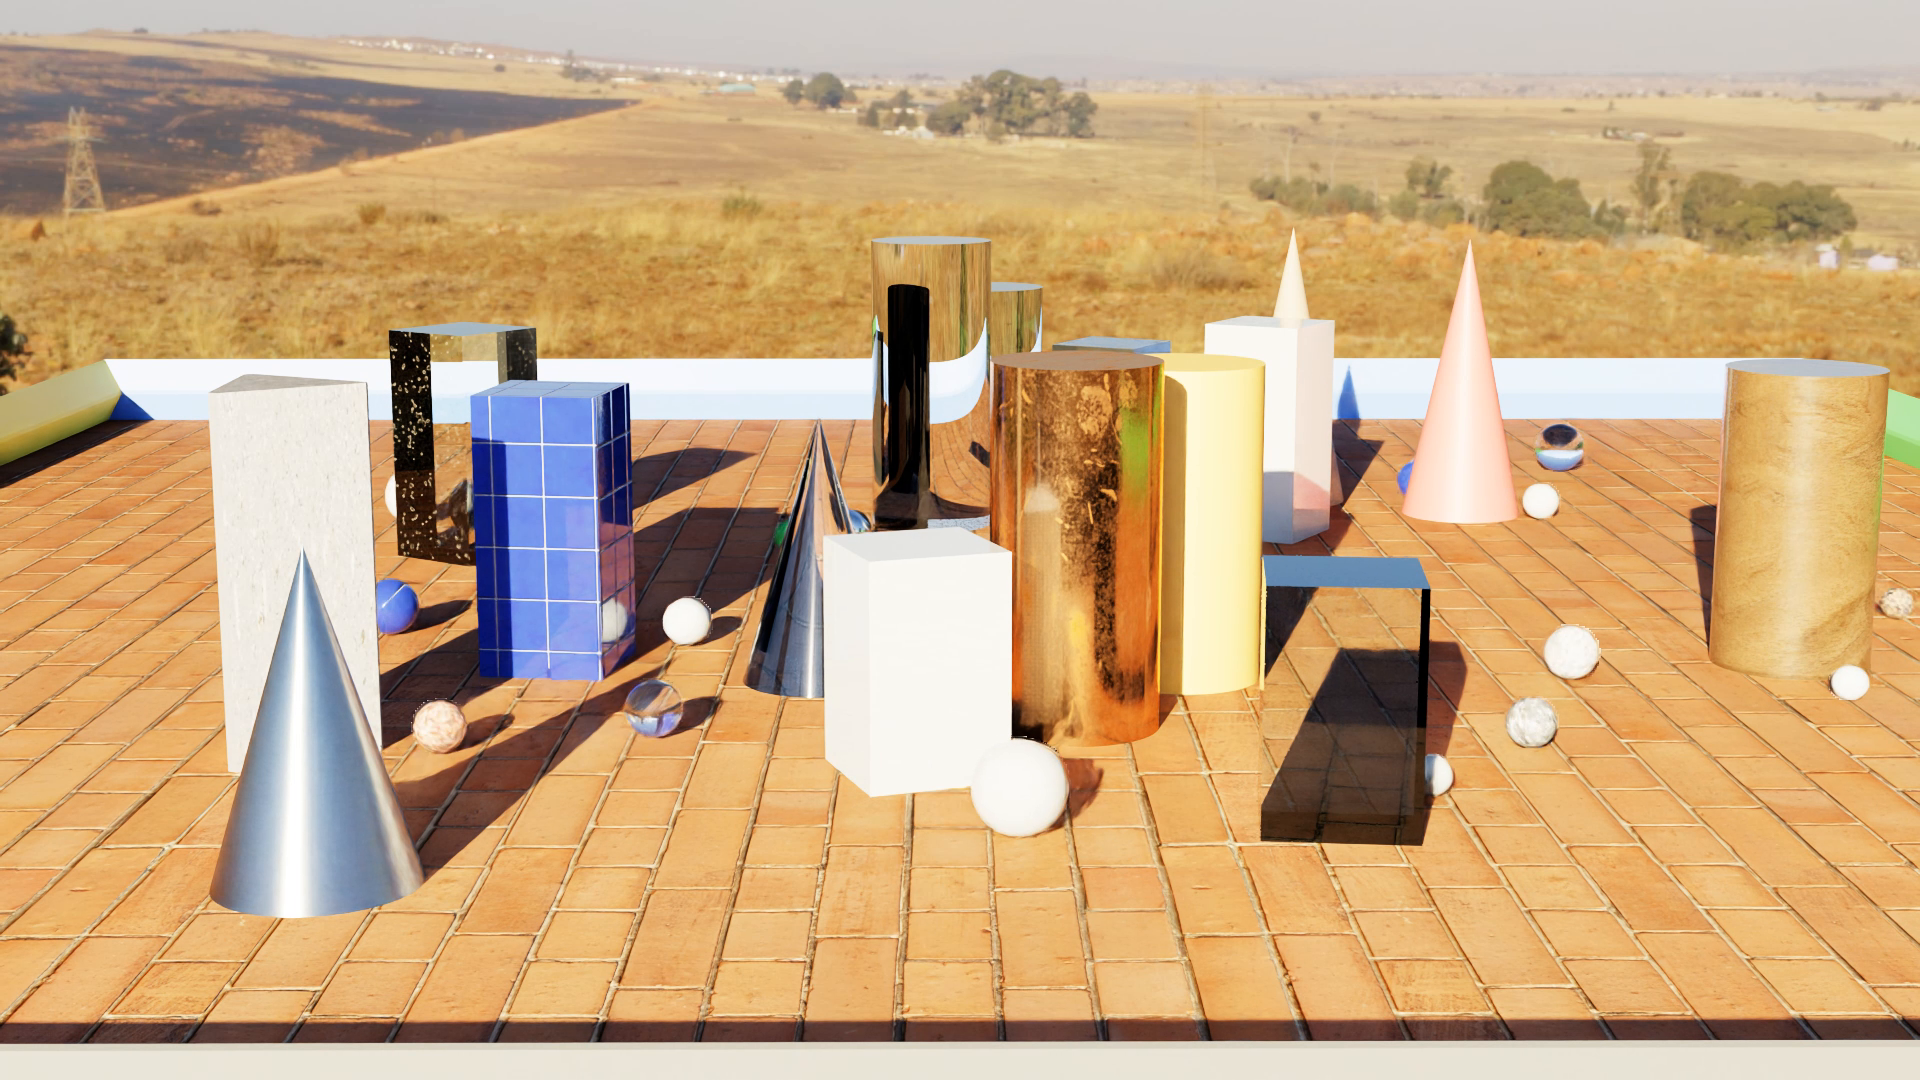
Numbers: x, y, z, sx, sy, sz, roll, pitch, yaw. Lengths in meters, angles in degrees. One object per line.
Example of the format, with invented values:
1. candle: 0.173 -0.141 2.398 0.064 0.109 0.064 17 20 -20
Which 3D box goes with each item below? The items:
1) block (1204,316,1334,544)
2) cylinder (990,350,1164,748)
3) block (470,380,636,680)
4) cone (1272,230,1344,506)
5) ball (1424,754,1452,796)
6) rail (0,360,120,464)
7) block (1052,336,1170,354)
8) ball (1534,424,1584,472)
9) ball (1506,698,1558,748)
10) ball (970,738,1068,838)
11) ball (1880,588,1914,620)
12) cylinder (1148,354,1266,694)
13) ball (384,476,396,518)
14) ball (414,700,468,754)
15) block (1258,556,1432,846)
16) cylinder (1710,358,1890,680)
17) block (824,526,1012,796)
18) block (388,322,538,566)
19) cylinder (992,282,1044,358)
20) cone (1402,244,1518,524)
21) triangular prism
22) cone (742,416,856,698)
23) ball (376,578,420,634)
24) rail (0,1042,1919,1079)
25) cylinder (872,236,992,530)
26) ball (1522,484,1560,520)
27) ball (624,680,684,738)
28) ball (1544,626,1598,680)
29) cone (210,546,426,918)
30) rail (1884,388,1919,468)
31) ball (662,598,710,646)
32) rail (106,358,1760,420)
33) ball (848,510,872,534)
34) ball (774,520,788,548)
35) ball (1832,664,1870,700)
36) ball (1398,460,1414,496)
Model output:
1. block: 0.480 -0.174 3.996 0.151 0.330 0.151 6 12 29
2. cylinder: 0.127 0.005 2.819 0.189 0.408 0.189 0 11 0
3. block: -0.491 -0.015 3.112 0.151 0.340 0.151 2 11 8
4. cone: 0.553 -0.294 4.291 0.189 0.457 0.189 0 11 0
5. ball: 0.474 0.237 2.578 0.042 0.042 0.042 0 11 0
6. rail: -1.724 0.033 3.440 0.045 0.123 3.746 0 11 0
7. block: 0.260 -0.212 4.407 0.151 0.254 0.151 6 12 29
8. ball: 1.079 -0.166 4.618 0.086 0.086 0.086 0 11 0
9. ball: 0.614 0.196 2.757 0.054 0.054 0.054 0 11 0
10. ball: 0.057 0.236 2.439 0.094 0.094 0.094 0 11 0
11. ball: 1.240 0.084 3.395 0.042 0.042 0.042 0 11 0
12. cylinder: 0.264 -0.023 3.051 0.189 0.378 0.189 0 11 0
13. ball: -0.867 -0.070 4.081 0.094 0.094 0.094 0 11 0
14. ball: -0.554 0.200 2.737 0.056 0.056 0.056 0 11 0
15. block: 0.367 0.152 2.473 0.151 0.247 0.151 1 11 5
16. cylinder: 1.018 -0.028 3.118 0.189 0.364 0.189 0 11 0
17. block: -0.045 0.122 2.650 0.151 0.240 0.151 -4 11 -20
18. block: -0.735 -0.146 3.823 0.151 0.338 0.151 7 13 34
19. cylinder: 0.050 -0.273 4.491 0.189 0.341 0.189 0 11 0
20. cone: 0.819 -0.264 4.157 0.189 0.446 0.189 0 11 0
21. triangular prism: -0.726 0.027 2.732 0.164 0.396 0.142 -7 12 -32
22. cone: -0.165 0.010 3.041 0.189 0.317 0.189 0 11 0
23. ball: -0.733 0.086 3.304 0.072 0.072 0.072 0 11 0
24. rail: 0.011 0.371 1.631 3.495 0.123 0.045 0 11 0
25. cylinder: -0.045 -0.249 4.069 0.189 0.450 0.189 0 11 0
26. ball: 0.936 -0.062 4.137 0.058 0.058 0.058 0 11 0
27. ball: -0.334 0.184 2.800 0.063 0.063 0.063 0 11 0
28. ball: 0.730 0.135 3.064 0.064 0.064 0.064 0 11 0
29. cone: -0.577 0.156 2.278 0.189 0.310 0.189 0 11 0
30. rail: 1.724 0.030 3.459 0.045 0.123 3.746 0 11 0
31. ball: -0.345 0.103 3.241 0.060 0.060 0.060 0 11 0
32. rail: -0.011 -0.307 5.267 3.495 0.123 0.045 0 11 0
33. ball: -0.166 -0.014 3.855 0.066 0.066 0.066 0 11 0
34. ball: -0.252 -0.005 3.845 0.052 0.052 0.052 0 11 0
35. ball: 1.028 0.165 2.964 0.042 0.042 0.042 0 11 0
36. ball: 0.769 -0.100 4.308 0.069 0.069 0.069 0 11 0
